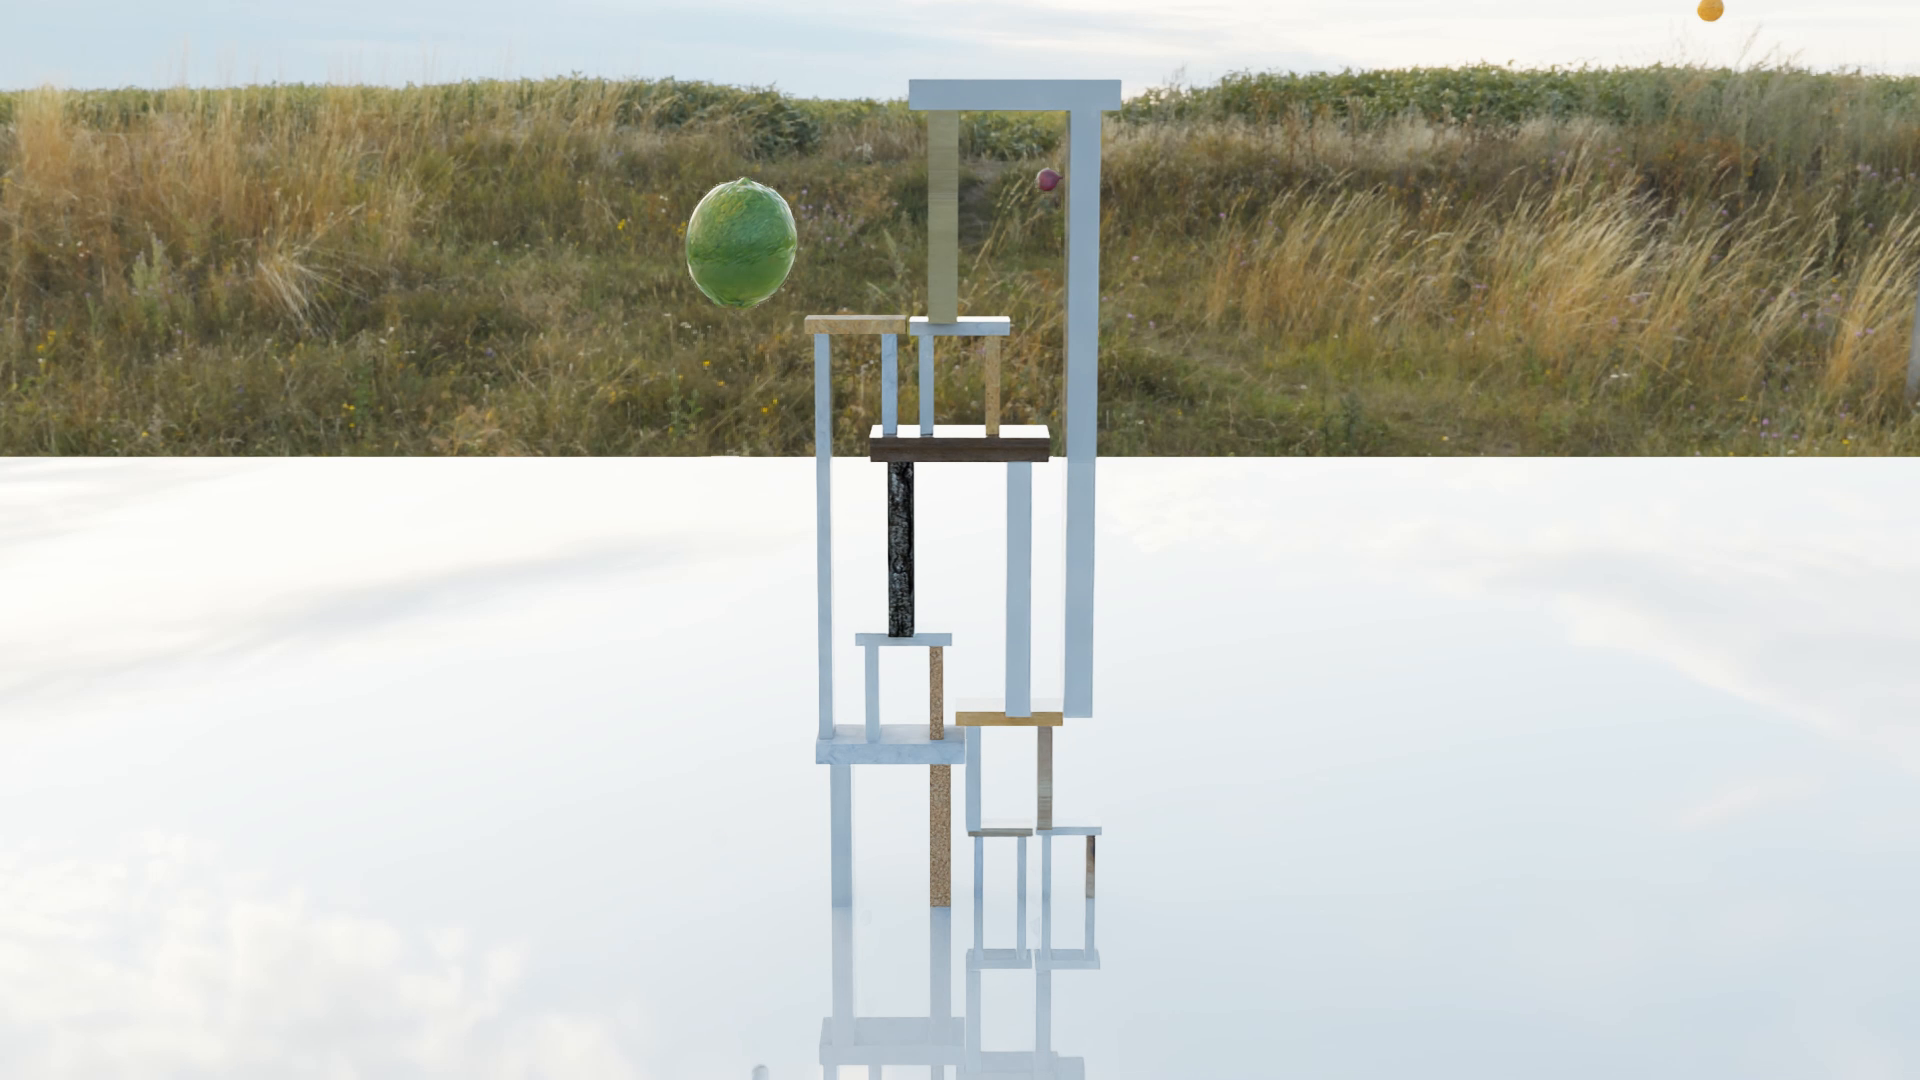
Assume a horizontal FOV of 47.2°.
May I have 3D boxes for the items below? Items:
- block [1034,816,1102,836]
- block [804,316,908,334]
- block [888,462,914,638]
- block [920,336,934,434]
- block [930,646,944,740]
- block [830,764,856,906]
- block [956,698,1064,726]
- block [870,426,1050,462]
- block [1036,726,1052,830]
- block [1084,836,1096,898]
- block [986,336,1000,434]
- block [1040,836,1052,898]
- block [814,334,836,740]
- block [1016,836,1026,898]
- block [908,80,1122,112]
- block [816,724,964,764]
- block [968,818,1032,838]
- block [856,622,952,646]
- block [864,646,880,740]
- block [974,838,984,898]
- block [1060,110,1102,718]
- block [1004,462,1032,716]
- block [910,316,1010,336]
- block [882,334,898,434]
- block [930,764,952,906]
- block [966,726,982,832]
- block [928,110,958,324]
[{"bbox_3d":[0.179,0.475,3.651,0.109,0.015,0.054,0,11,0],"label":"block"},{"bbox_3d":[-0.165,-0.343,3.497,0.159,0.023,0.080,0,11,0],"label":"block"},{"bbox_3d":[-0.095,0.004,3.558,0.040,0.283,0.141,0,11,0],"label":"block"},{"bbox_3d":[-0.053,-0.251,3.508,0.022,0.158,0.079,0,11,0],"label":"block"},{"bbox_3d":[-0.038,0.241,3.603,0.022,0.157,0.078,0,11,0],"label":"block"},{"bbox_3d":[-0.194,0.472,3.644,0.034,0.242,0.121,0,11,0],"label":"block"},{"bbox_3d":[0.080,0.282,3.615,0.175,0.025,0.088,0,11,0],"label":"block"},{"bbox_3d":[-0.001,-0.155,3.528,0.283,0.040,0.141,0,11,0],"label":"block"},{"bbox_3d":[0.139,0.381,3.633,0.025,0.175,0.088,0,11,0],"label":"block"},{"bbox_3d":[0.216,0.536,3.662,0.015,0.109,0.054,0,11,0],"label":"block"},{"bbox_3d":[0.052,-0.251,3.508,0.022,0.158,0.079,0,11,0],"label":"block"},{"bbox_3d":[0.143,0.536,3.662,0.015,0.109,0.054,0,11,0],"label":"block"},{"bbox_3d":[-0.218,-0.007,3.560,0.023,0.661,0.080,0,11,0],"label":"block"},{"bbox_3d":[0.102,0.537,3.660,0.015,0.107,0.054,0,11,0],"label":"block"},{"bbox_3d":[0.084,-0.693,3.429,0.325,0.046,0.162,0,11,0],"label":"block"},{"bbox_3d":[-0.113,0.336,3.619,0.242,0.034,0.121,0,11,0],"label":"block"},{"bbox_3d":[0.066,0.477,3.649,0.107,0.015,0.054,0,11,0],"label":"block"},{"bbox_3d":[-0.091,0.154,3.587,0.157,0.022,0.078,0,11,0],"label":"block"},{"bbox_3d":[-0.143,0.241,3.603,0.022,0.157,0.078,0,11,0],"label":"block"},{"bbox_3d":[0.031,0.537,3.660,0.015,0.107,0.054,0,11,0],"label":"block"},{"bbox_3d":[0.191,-0.200,3.521,0.046,0.958,0.162,0,11,0],"label":"block"},{"bbox_3d":[0.094,0.068,3.569,0.040,0.413,0.141,0,11,0],"label":"block"},{"bbox_3d":[0.000,-0.340,3.491,0.157,0.022,0.079,0,11,0],"label":"block"},{"bbox_3d":[-0.112,-0.253,3.514,0.023,0.159,0.080,0,11,0],"label":"block"},{"bbox_3d":[-0.032,0.472,3.644,0.034,0.242,0.121,0,11,0],"label":"block"},{"bbox_3d":[0.022,0.382,3.633,0.025,0.178,0.088,0,11,0],"label":"block"},{"bbox_3d":[-0.026,-0.511,3.462,0.046,0.325,0.162,0,11,0],"label":"block"}]
